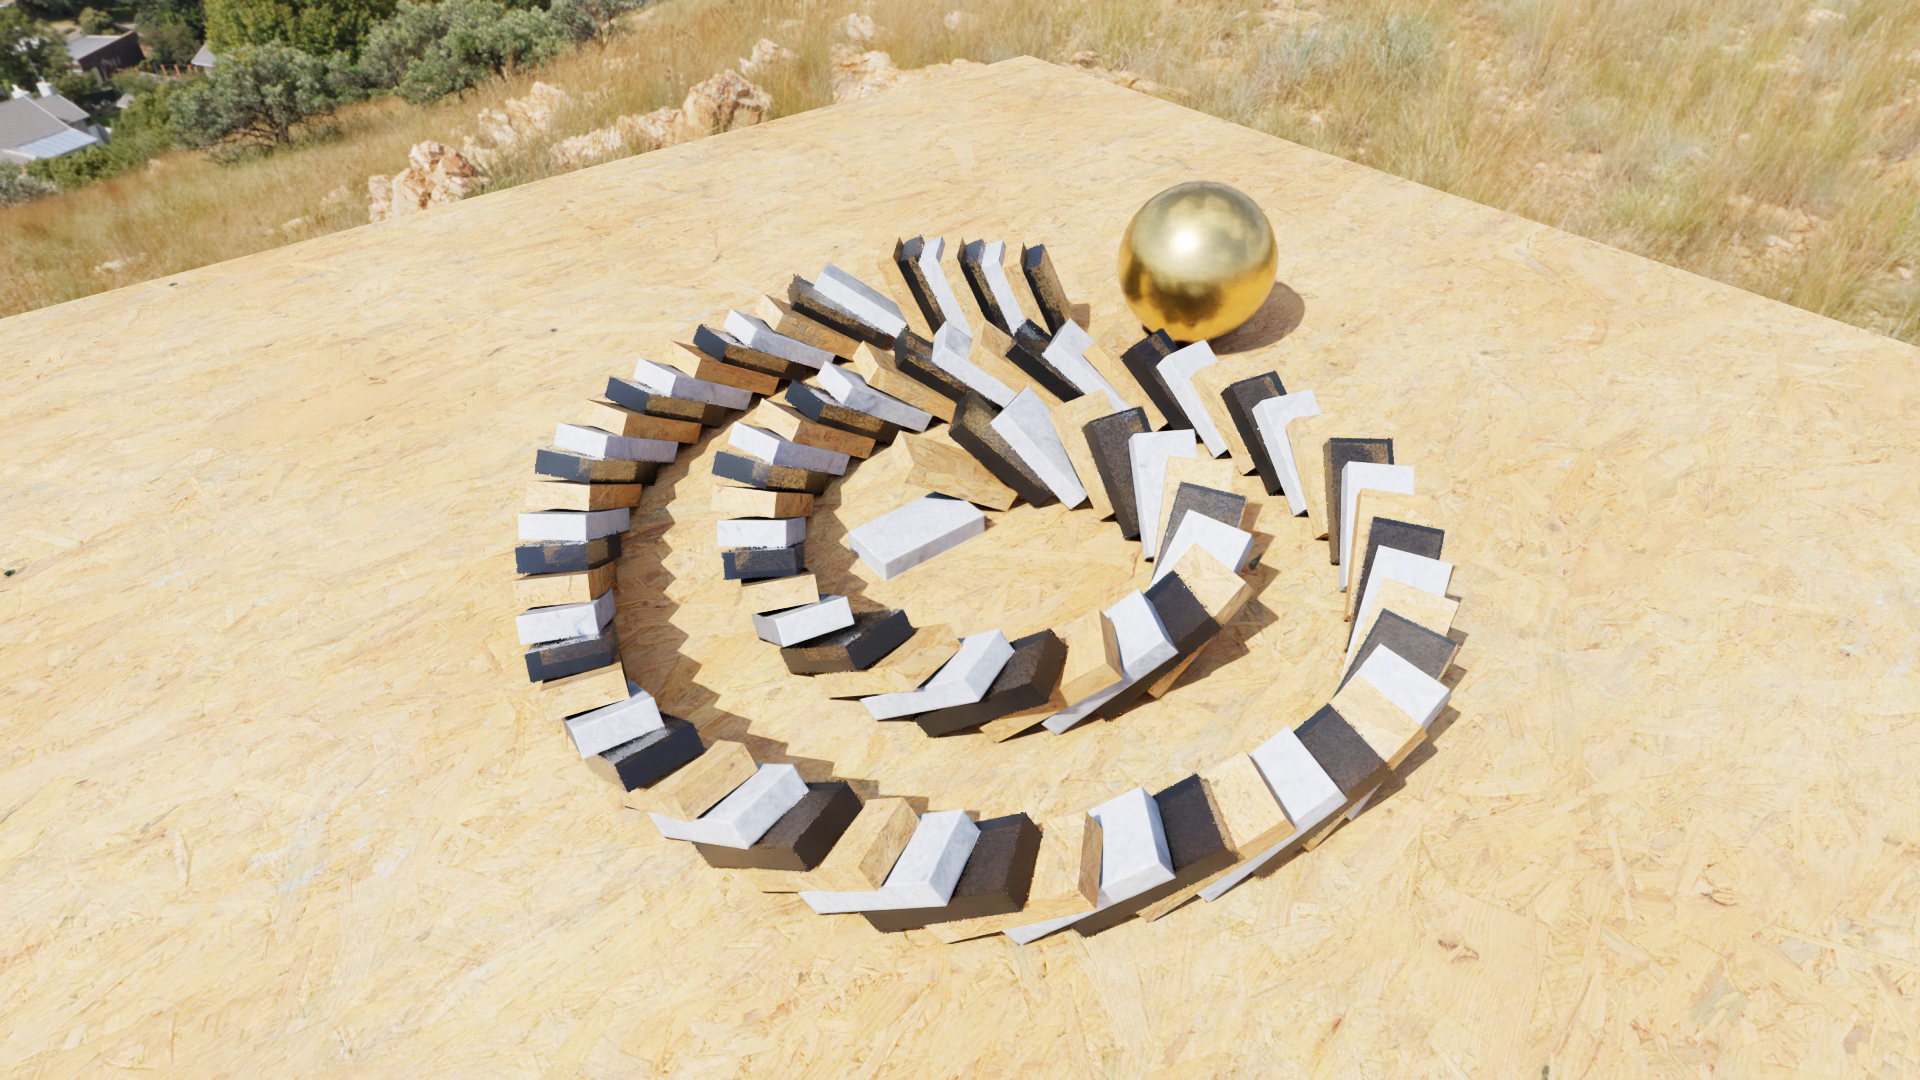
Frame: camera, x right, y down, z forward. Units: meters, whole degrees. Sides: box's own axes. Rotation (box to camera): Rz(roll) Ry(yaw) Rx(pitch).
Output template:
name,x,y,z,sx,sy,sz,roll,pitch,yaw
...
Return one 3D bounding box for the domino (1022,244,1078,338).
name,x,y,z,sx,sy,sz,roll,pitch,yaw
domino,0.047,-0.123,0.562,0.009,0.050,0.025,-16,35,20

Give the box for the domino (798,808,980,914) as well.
name,x,y,z,sx,sy,sz,roll,pitch,yaw
domino,-0.020,0.091,0.311,0.050,0.009,0.025,-18,27,37

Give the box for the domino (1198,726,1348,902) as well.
name,x,y,z,sx,sy,sz,roll,pitch,yaw
domino,0.085,0.081,0.324,0.050,0.009,0.025,-39,43,8

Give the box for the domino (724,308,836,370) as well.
name,x,y,z,sx,sy,sz,roll,pitch,yaw
domino,-0.089,-0.098,0.542,0.050,0.010,0.025,10,23,-48

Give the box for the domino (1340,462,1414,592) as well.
name,x,y,z,sx,sy,sz,roll,pitch,yaw
domino,0.162,-0.004,0.427,0.025,0.009,0.050,5,75,6

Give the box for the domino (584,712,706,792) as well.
name,x,y,z,sx,sy,sz,roll,pitch,yaw
domino,-0.100,0.065,0.343,0.025,0.009,0.050,-27,11,-29

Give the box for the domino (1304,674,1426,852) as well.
name,x,y,z,sx,sy,sz,roll,pitch,yaw
domino,0.115,0.068,0.339,0.050,0.009,0.025,-45,49,2

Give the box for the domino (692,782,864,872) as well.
name,x,y,z,sx,sy,sz,roll,pitch,yaw
domino,-0.054,0.083,0.321,0.050,0.009,0.025,-13,24,44

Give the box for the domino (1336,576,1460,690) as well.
name,x,y,z,sx,sy,sz,roll,pitch,yaw
domino,0.147,0.040,0.373,0.025,0.009,0.050,22,79,25

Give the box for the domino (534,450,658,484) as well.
name,x,y,z,sx,sy,sz,roll,pitch,yaw
domino,-0.151,-0.030,0.459,0.025,0.010,0.050,11,6,14

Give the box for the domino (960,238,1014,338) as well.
name,x,y,z,sx,sy,sz,roll,pitch,yaw
domino,0.016,-0.126,0.566,0.009,0.050,0.025,-16,35,20

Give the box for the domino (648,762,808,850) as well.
name,x,y,z,sx,sy,sz,roll,pitch,yaw
domino,-0.070,0.078,0.327,0.050,0.010,0.025,-11,23,48

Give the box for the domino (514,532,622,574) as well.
name,x,y,z,sx,sy,sz,roll,pitch,yaw
domino,-0.147,0.005,0.417,0.025,0.009,0.050,-3,5,-3

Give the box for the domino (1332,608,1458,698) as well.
name,x,y,z,sx,sy,sz,roll,pitch,yaw
domino,0.139,0.050,0.360,0.025,0.010,0.050,28,83,30

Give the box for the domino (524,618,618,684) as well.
name,x,y,z,sx,sy,sz,roll,pitch,yaw
domino,-0.132,0.037,0.377,0.025,0.010,0.050,-12,6,-14

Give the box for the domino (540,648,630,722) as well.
name,x,y,z,sx,sy,sz,roll,pitch,yaw
domino,-0.124,0.047,0.365,0.025,0.009,0.050,-15,7,-17

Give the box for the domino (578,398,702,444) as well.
name,x,y,z,sx,sy,sz,roll,pitch,yaw
domino,-0.141,-0.052,0.486,0.025,0.010,0.050,19,8,23

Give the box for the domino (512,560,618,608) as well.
name,x,y,z,sx,sy,sz,roll,pitch,yaw
domino,-0.144,0.016,0.403,0.025,0.010,0.050,-5,5,-7

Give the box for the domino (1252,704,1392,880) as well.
name,x,y,z,sx,sy,sz,roll,pitch,yaw
domino,0.101,0.075,0.330,0.050,0.010,0.025,-41,46,6

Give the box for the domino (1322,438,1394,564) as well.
name,x,y,z,sx,sy,sz,roll,pitch,yaw
domino,0.161,-0.016,0.441,0.025,0.009,0.050,1,75,1

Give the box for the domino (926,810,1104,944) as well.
name,x,y,z,sx,sy,sz,roll,pitch,yaw
domino,0.015,0.094,0.307,0.050,0.009,0.025,-24,30,28

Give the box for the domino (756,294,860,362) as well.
name,x,y,z,sx,sy,sz,roll,pitch,yaw
domino,-0.075,-0.106,0.552,0.050,0.010,0.025,15,23,-43

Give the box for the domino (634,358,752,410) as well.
name,x,y,z,sx,sy,sz,roll,pitch,yaw
domino,-0.123,-0.072,0.510,0.025,0.010,0.050,27,12,29

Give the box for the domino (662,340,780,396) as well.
name,x,y,z,sx,sy,sz,roll,pitch,yaw
domino,-0.113,-0.081,0.522,0.025,0.010,0.050,31,14,32

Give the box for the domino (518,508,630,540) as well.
name,x,y,z,sx,sy,sz,roll,pitch,yaw
domino,-0.150,-0.007,0.431,0.025,0.010,0.050,1,5,1

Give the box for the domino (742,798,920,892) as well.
name,x,y,z,sx,sy,sz,roll,pitch,yaw
domino,-0.037,0.088,0.315,0.050,0.009,0.025,-16,25,40

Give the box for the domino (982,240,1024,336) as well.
name,x,y,z,sx,sy,sz,roll,pitch,yaw
domino,0.026,-0.126,0.566,0.010,0.050,0.025,-16,35,20

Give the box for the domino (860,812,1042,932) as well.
name,x,y,z,sx,sy,sz,roll,pitch,yaw
domino,-0.003,0.093,0.308,0.050,0.009,0.025,-21,29,33

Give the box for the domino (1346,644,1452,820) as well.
name,x,y,z,sx,sy,sz,roll,pitch,yaw
domino,0.128,0.060,0.348,0.050,0.010,0.025,-50,53,-1

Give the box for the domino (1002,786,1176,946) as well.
name,x,y,z,sx,sy,sz,roll,pitch,yaw
domino,0.034,0.092,0.310,0.050,0.009,0.025,-31,35,20

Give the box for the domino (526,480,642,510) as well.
name,x,y,z,sx,sy,sz,roll,pitch,yaw
domino,-0.151,-0.019,0.445,0.025,0.010,0.050,5,4,6

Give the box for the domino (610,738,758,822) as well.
name,x,y,z,sx,sy,sz,roll,pitch,yaw
domino,-0.085,0.072,0.335,0.025,0.009,0.050,-35,16,-35

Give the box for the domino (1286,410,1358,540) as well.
name,x,y,z,sx,sy,sz,roll,pitch,yaw
domino,0.154,-0.027,0.455,0.025,0.009,0.050,-8,76,-9

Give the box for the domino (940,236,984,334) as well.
name,x,y,z,sx,sy,sz,roll,pitch,yaw
domino,0.006,-0.128,0.568,0.010,0.050,0.025,-16,35,20

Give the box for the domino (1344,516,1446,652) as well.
name,x,y,z,sx,sy,sz,roll,pitch,yaw
domino,0.158,0.018,0.400,0.025,0.010,0.050,13,76,15

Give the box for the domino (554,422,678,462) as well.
name,x,y,z,sx,sy,sz,roll,pitch,yaw
domino,-0.147,-0.041,0.473,0.025,0.009,0.050,15,7,18

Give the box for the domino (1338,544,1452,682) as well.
name,x,y,z,sx,sy,sz,roll,pitch,yaw
domino,0.153,0.029,0.386,0.025,0.010,0.050,16,77,19

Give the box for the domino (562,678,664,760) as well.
name,x,y,z,sx,sy,sz,roll,pitch,yaw
domino,-0.113,0.056,0.353,0.025,0.009,0.050,-21,9,-23

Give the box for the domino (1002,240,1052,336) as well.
name,x,y,z,sx,sy,sz,roll,pitch,yaw
domino,0.037,-0.125,0.564,0.010,0.050,0.025,-16,35,20

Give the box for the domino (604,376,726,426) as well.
name,x,y,z,sx,sy,sz,roll,pitch,yaw
domino,-0.133,-0.062,0.499,0.025,0.010,0.050,24,10,26

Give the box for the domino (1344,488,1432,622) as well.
name,x,y,z,sx,sy,sz,roll,pitch,yaw
domino,0.161,0.007,0.413,0.025,0.009,0.050,9,75,10

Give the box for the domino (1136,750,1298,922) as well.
name,x,y,z,sx,sy,sz,roll,pitch,yaw
domino,0.069,0.086,0.318,0.050,0.010,0.025,-36,40,11

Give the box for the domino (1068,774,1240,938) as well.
name,x,y,z,sx,sy,sz,roll,pitch,yaw
domino,0.051,0.090,0.313,0.050,0.010,0.025,-32,37,16

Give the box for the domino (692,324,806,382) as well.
name,x,y,z,sx,sy,sz,roll,pitch,yaw
domino,-0.101,-0.090,0.532,0.025,0.009,0.050,35,16,35

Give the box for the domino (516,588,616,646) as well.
name,x,y,z,sx,sy,sz,roll,pitch,yaw
domino,-0.138,0.027,0.390,0.025,0.010,0.050,-9,6,-10
